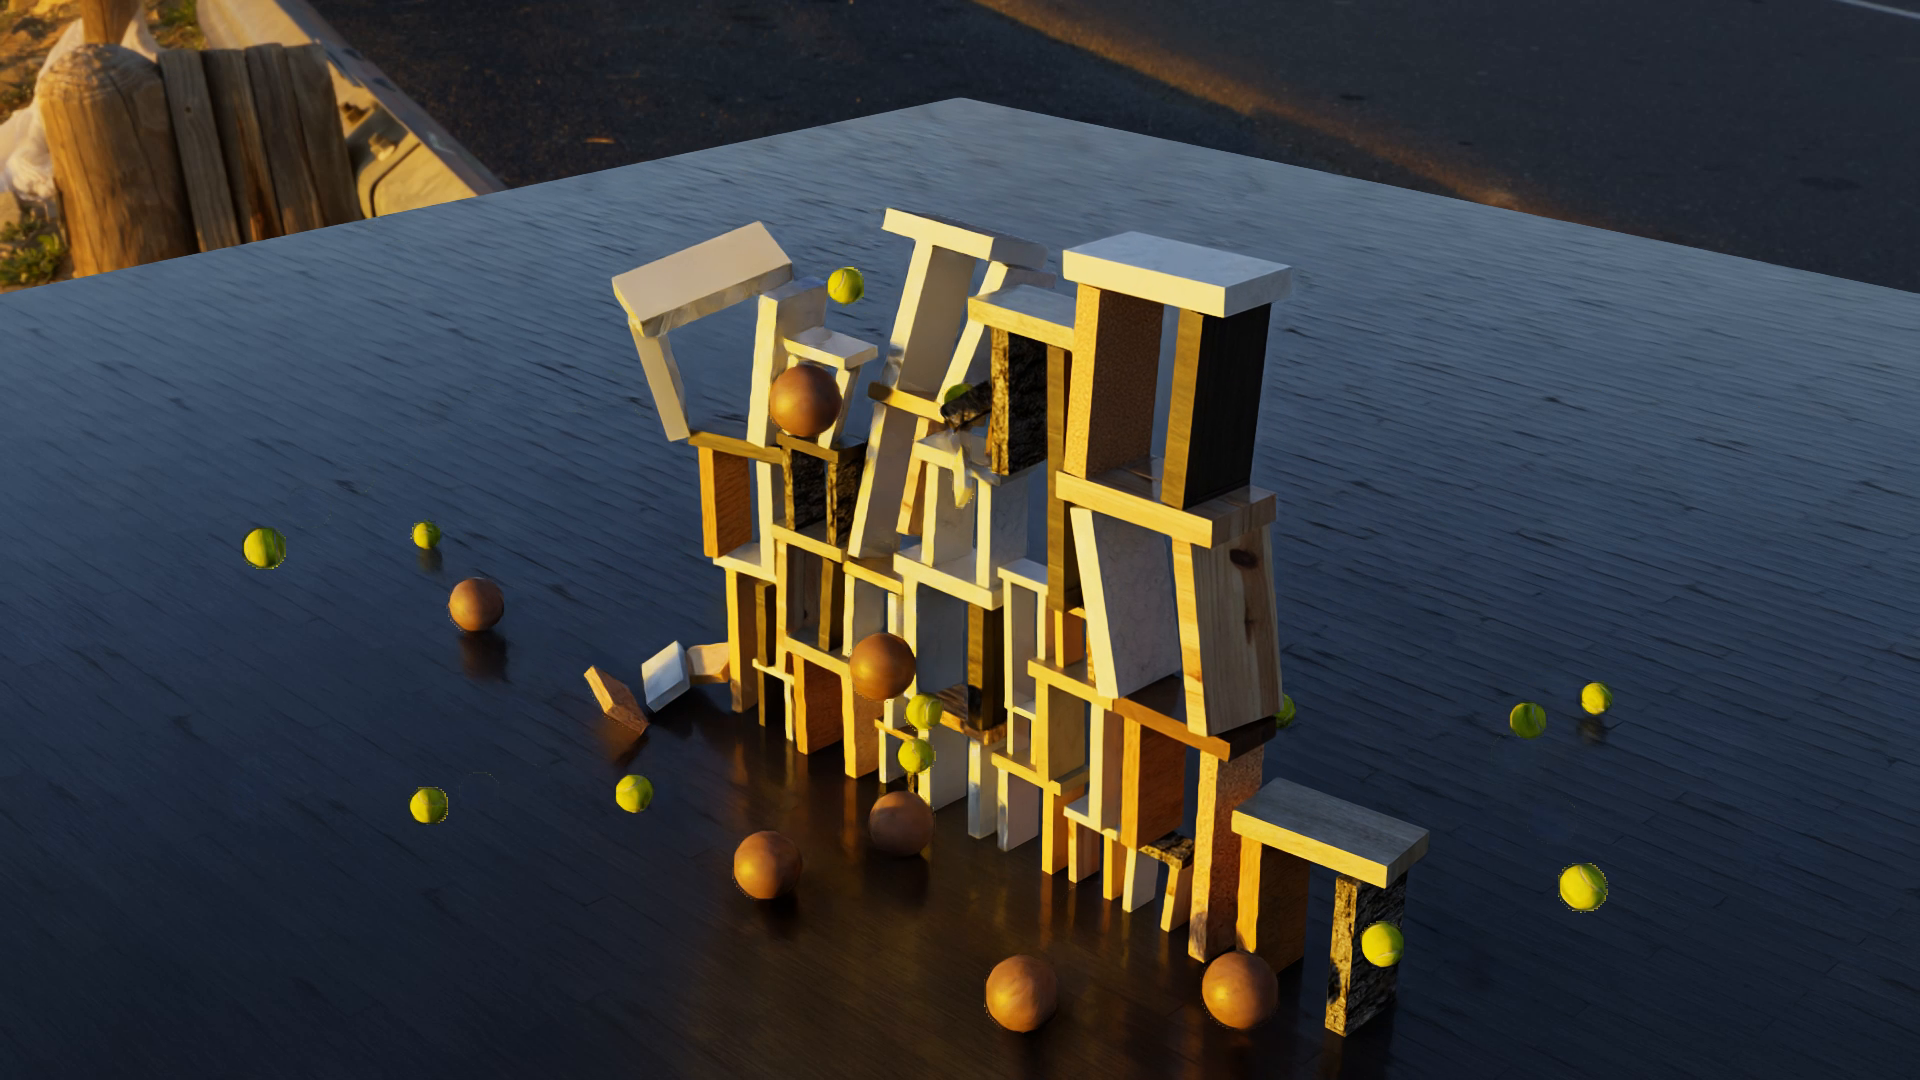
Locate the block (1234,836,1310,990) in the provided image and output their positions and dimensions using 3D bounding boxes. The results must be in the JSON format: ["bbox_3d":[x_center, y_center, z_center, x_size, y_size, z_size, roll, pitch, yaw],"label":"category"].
[{"bbox_3d":[0.555,0.631,3.892,0.042,0.299,0.149,21,31,41],"label":"block"}]

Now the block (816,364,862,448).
[{"bbox_3d":[-0.237,-0.276,4.359,0.025,0.176,0.088,21,30,6],"label":"block"}]

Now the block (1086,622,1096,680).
[{"bbox_3d":[0.258,0.193,4.021,0.058,0.116,0.016,-21,28,-40],"label":"block"}]

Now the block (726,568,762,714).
[{"bbox_3d":[-0.469,0.205,4.834,0.027,0.346,0.095,14,26,28],"label":"block"}]

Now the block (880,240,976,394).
[{"bbox_3d":[-0.060,-0.445,4.378,0.043,0.301,0.150,23,14,34],"label":"block"}]

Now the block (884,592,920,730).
[{"bbox_3d":[-0.108,0.236,4.456,0.089,0.296,0.025,-16,27,-40],"label":"block"}]

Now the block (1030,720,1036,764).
[{"bbox_3d":[0.157,0.381,4.217,0.013,0.094,0.047,21,31,41],"label":"block"}]

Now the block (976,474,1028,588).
[{"bbox_3d":[0.081,-0.026,4.139,0.030,0.214,0.107,21,30,38],"label":"block"}]

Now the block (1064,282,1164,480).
[{"bbox_3d":[0.268,-0.292,3.803,0.173,0.346,0.049,-22,35,-40],"label":"block"}]

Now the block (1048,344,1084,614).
[{"bbox_3d":[0.218,-0.121,3.934,0.139,0.495,0.039,-21,29,-41],"label":"block"}]

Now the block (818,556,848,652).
[{"bbox_3d":[-0.239,0.118,4.541,0.030,0.210,0.105,26,34,36],"label":"block"}]

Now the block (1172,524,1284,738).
[{"bbox_3d":[0.462,0.147,3.780,0.175,0.349,0.049,-15,17,-31],"label":"block"}]

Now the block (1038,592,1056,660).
[{"bbox_3d":[0.174,0.151,4.099,0.019,0.133,0.067,21,30,41],"label":"block"}]

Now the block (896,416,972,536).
[{"bbox_3d":[-0.050,-0.122,4.319,0.114,0.229,0.032,4,10,-43],"label":"block"}]

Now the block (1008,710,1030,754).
[{"bbox_3d":[0.113,0.363,4.258,0.013,0.094,0.047,21,31,41],"label":"block"}]

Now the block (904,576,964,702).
[{"bbox_3d":[-0.052,0.177,4.370,0.037,0.264,0.132,21,30,40],"label":"block"}]

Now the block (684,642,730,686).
[{"bbox_3d":[-0.564,0.278,4.927,0.200,0.028,0.100,-8,38,47],"label":"block"}]

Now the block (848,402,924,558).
[{"bbox_3d":[-0.148,-0.120,4.443,0.032,0.314,0.114,20,14,40],"label":"block"}]

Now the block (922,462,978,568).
[{"bbox_3d":[-0.019,-0.063,4.225,0.107,0.214,0.030,-21,35,-40],"label":"block"}]

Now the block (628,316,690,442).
[{"bbox_3d":[-0.625,-0.378,4.542,0.046,0.327,0.163,-13,47,-1],"label":"block"}]

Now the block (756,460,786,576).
[{"bbox_3d":[-0.369,-0.064,4.633,0.036,0.251,0.126,15,27,32],"label":"block"}]

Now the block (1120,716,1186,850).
[{"bbox_3d":[0.354,0.423,4.012,0.131,0.263,0.037,-21,31,-40],"label":"block"}]

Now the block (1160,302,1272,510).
[{"bbox_3d":[0.426,-0.236,3.658,0.173,0.347,0.049,-20,35,-39],"label":"block"}]

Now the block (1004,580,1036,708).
[{"bbox_3d":[0.114,0.188,4.180,0.067,0.264,0.019,-21,29,-41],"label":"block"}]

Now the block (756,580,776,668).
[{"bbox_3d":[-0.392,0.170,4.717,0.027,0.190,0.095,19,30,36],"label":"block"}]

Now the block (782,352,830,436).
[{"bbox_3d":[-0.310,-0.303,4.432,0.088,0.176,0.025,-21,43,-39],"label":"block"}]

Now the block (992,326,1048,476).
[{"bbox_3d":[0.115,-0.270,4.005,0.039,0.277,0.139,16,27,36],"label":"block"}]

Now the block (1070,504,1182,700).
[{"bbox_3d":[0.299,0.089,3.926,0.175,0.349,0.049,-21,18,-40],"label":"block"}]

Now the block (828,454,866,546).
[{"bbox_3d":[-0.226,-0.086,4.440,0.026,0.181,0.090,23,32,38],"label":"block"}]

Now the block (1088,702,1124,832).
[{"bbox_3d":[0.287,0.405,4.079,0.104,0.260,0.029,-21,30,-41],"label":"block"}]

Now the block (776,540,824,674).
[{"bbox_3d":[-0.339,0.125,4.661,0.030,0.315,0.105,25,34,38],"label":"block"}]

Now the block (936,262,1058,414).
[{"bbox_3d":[0.071,-0.390,4.249,0.150,0.301,0.043,0,29,-49],"label":"block"}]

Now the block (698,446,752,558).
[{"bbox_3d":[-0.503,-0.100,4.720,0.036,0.251,0.126,13,26,28],"label":"block"}]

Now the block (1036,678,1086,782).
[{"bbox_3d":[0.190,0.343,4.158,0.104,0.208,0.029,-21,29,-41],"label":"block"}]

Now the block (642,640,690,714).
[{"bbox_3d":[-0.661,0.306,4.939,0.100,0.028,0.200,-35,25,4],"label":"block"}]

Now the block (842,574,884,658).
[{"bbox_3d":[-0.197,0.146,4.512,0.025,0.177,0.089,20,25,40],"label":"block"}]

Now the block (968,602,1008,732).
[{"bbox_3d":[0.075,0.227,4.252,0.037,0.264,0.132,21,30,40],"label":"block"}]

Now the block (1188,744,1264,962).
[{"bbox_3d":[0.476,0.545,3.932,0.131,0.424,0.037,-21,32,-40],"label":"block"}]

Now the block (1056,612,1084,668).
[{"bbox_3d":[0.203,0.171,4.071,0.016,0.116,0.058,18,28,42],"label":"block"}]

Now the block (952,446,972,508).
[{"bbox_3d":[0.005,-0.116,4.023,0.015,0.052,0.104,10,49,-16],"label":"block"}]

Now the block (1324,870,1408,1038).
[{"bbox_3d":[0.696,0.686,3.762,0.042,0.299,0.149,21,31,41],"label":"block"}]

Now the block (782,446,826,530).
[{"bbox_3d":[-0.319,-0.118,4.522,0.026,0.181,0.090,19,30,40],"label":"block"}]

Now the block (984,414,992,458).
[{"bbox_3d":[0.075,-0.207,4.080,0.015,0.103,0.052,30,36,34],"label":"block"}]

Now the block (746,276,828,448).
[{"bbox_3d":[-0.353,-0.365,4.506,0.046,0.327,0.163,24,32,28],"label":"block"}]
